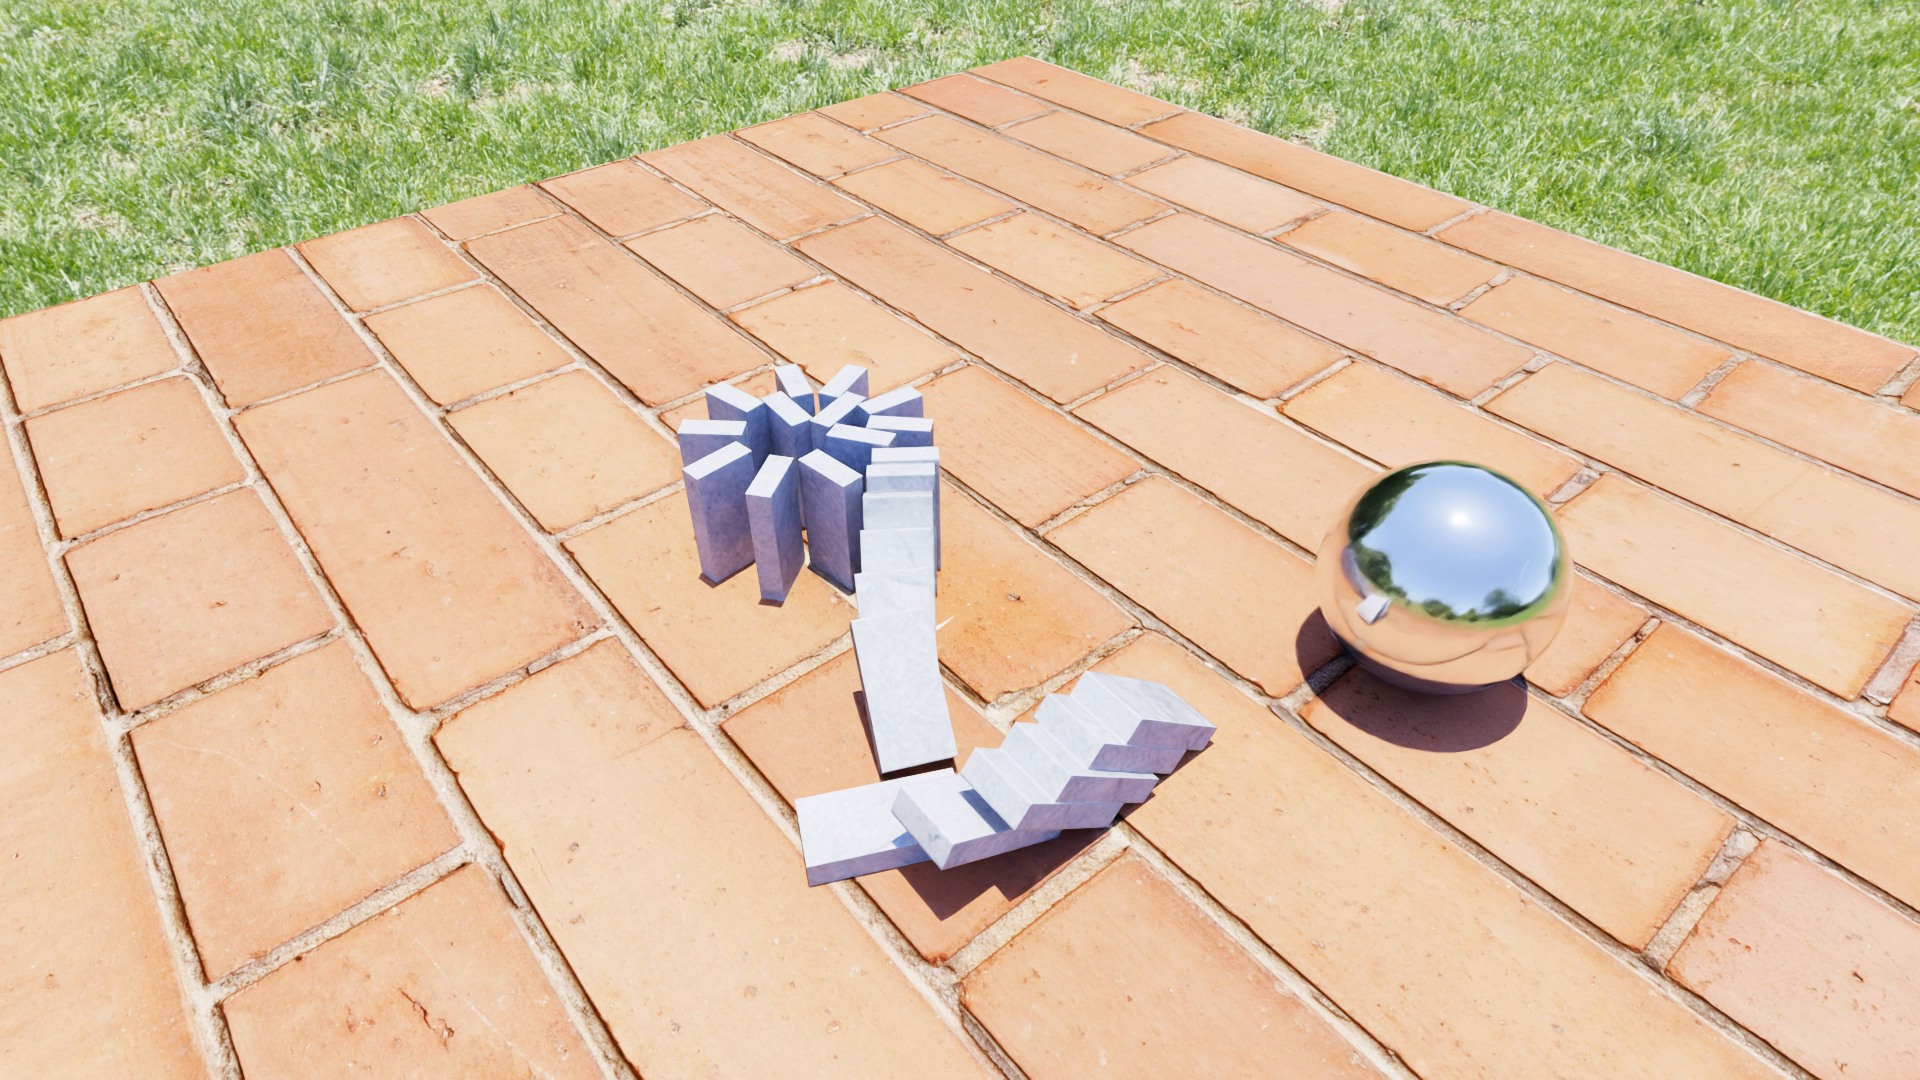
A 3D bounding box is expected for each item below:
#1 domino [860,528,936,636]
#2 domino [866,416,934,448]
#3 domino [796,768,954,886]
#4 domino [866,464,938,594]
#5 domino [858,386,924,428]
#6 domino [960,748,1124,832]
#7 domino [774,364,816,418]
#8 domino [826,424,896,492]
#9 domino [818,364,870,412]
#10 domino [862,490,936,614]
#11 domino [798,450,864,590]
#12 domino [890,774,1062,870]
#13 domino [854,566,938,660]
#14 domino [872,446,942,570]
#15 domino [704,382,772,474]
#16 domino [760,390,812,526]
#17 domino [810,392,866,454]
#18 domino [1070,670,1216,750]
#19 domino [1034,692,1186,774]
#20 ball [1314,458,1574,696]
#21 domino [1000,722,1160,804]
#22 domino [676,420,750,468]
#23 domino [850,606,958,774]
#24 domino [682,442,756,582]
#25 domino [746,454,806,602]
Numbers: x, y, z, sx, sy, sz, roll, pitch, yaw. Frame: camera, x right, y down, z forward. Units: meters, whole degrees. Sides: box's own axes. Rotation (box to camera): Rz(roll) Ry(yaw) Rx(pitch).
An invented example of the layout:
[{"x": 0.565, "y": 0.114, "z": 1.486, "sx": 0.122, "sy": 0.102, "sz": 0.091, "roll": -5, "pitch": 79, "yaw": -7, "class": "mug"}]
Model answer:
[{"x": -0.022, "y": 0.021, "z": 0.390, "sx": 0.025, "sy": 0.050, "sz": 0.009, "roll": -2, "pitch": -2, "yaw": -3, "class": "domino"}, {"x": -0.023, "y": -0.025, "z": 0.442, "sx": 0.025, "sy": 0.050, "sz": 0.010, "roll": 4, "pitch": 36, "yaw": 5, "class": "domino"}, {"x": -0.023, "y": 0.087, "z": 0.337, "sx": 0.050, "sy": 0.010, "sz": 0.025, "roll": -9, "pitch": 40, "yaw": -11, "class": "domino"}, {"x": -0.022, "y": -0.004, "z": 0.415, "sx": 0.025, "sy": 0.050, "sz": 0.010, "roll": -2, "pitch": 27, "yaw": -2, "class": "domino"}, {"x": -0.028, "y": -0.037, "z": 0.456, "sx": 0.025, "sy": 0.050, "sz": 0.010, "roll": -24, "pitch": 43, "yaw": -27, "class": "domino"}, {"x": 0.025, "y": 0.075, "z": 0.329, "sx": 0.050, "sy": 0.009, "sz": 0.025, "roll": 16, "pitch": 19, "yaw": -50, "class": "domino"}, {"x": -0.069, "y": -0.047, "z": 0.468, "sx": 0.009, "sy": 0.050, "sz": 0.025, "roll": -15, "pitch": 42, "yaw": -18, "class": "domino"}, {"x": -0.038, "y": -0.020, "z": 0.436, "sx": 0.025, "sy": 0.050, "sz": 0.009, "roll": 11, "pitch": 37, "yaw": 14, "class": "domino"}, {"x": -0.048, "y": -0.046, "z": 0.468, "sx": 0.009, "sy": 0.050, "sz": 0.025, "roll": 15, "pitch": 42, "yaw": 18, "class": "domino"}, {"x": -0.022, "y": 0.008, "z": 0.403, "sx": 0.025, "sy": 0.050, "sz": 0.009, "roll": -2, "pitch": 11, "yaw": -2, "class": "domino"}, {"x": -0.048, "y": -0.007, "z": 0.420, "sx": 0.025, "sy": 0.050, "sz": 0.009, "roll": 31, "pitch": 48, "yaw": 32, "class": "domino"}, {"x": 0.007, "y": 0.081, "z": 0.327, "sx": 0.050, "sy": 0.010, "sz": 0.025, "roll": 1, "pitch": 30, "yaw": -45, "class": "domino"}, {"x": -0.021, "y": 0.036, "z": 0.376, "sx": 0.025, "sy": 0.010, "sz": 0.050, "roll": -6, "pitch": 80, "yaw": -7, "class": "domino"}, {"x": -0.020, "y": -0.011, "z": 0.425, "sx": 0.025, "sy": 0.050, "sz": 0.009, "roll": -2, "pitch": 33, "yaw": -2, "class": "domino"}, {"x": -0.091, "y": -0.038, "z": 0.458, "sx": 0.025, "sy": 0.050, "sz": 0.009, "roll": 27, "pitch": 46, "yaw": 29, "class": "domino"}, {"x": -0.069, "y": -0.033, "z": 0.452, "sx": 0.010, "sy": 0.050, "sz": 0.025, "roll": -25, "pitch": 46, "yaw": -28, "class": "domino"}, {"x": -0.048, "y": -0.033, "z": 0.451, "sx": 0.010, "sy": 0.050, "sz": 0.025, "roll": 20, "pitch": 43, "yaw": 23, "class": "domino"}, {"x": 0.060, "y": 0.055, "z": 0.353, "sx": 0.050, "sy": 0.010, "sz": 0.025, "roll": 16, "pitch": 18, "yaw": -49, "class": "domino"}, {"x": 0.048, "y": 0.061, "z": 0.346, "sx": 0.050, "sy": 0.010, "sz": 0.025, "roll": 16, "pitch": 18, "yaw": -49, "class": "domino"}, {"x": 0.162, "y": 0.012, "z": 0.373, "sx": 0.080, "sy": 0.080, "sz": 0.080, "roll": 0, "pitch": 39, "yaw": 0, "class": "ball"}, {"x": 0.037, "y": 0.069, "z": 0.337, "sx": 0.050, "sy": 0.009, "sz": 0.025, "roll": 16, "pitch": 18, "yaw": -49, "class": "domino"}, {"x": -0.096, "y": -0.024, "z": 0.441, "sx": 0.025, "sy": 0.050, "sz": 0.009, "roll": 2, "pitch": 39, "yaw": 2, "class": "domino"}, {"x": -0.019, "y": 0.049, "z": 0.361, "sx": 0.025, "sy": 0.009, "sz": 0.050, "roll": -10, "pitch": 77, "yaw": -12, "class": "domino"}, {"x": -0.090, "y": -0.010, "z": 0.424, "sx": 0.010, "sy": 0.050, "sz": 0.025, "roll": 31, "pitch": 48, "yaw": 32, "class": "domino"}, {"x": -0.069, "y": -0.004, "z": 0.417, "sx": 0.009, "sy": 0.050, "sz": 0.025, "roll": 8, "pitch": 40, "yaw": 10, "class": "domino"}]
